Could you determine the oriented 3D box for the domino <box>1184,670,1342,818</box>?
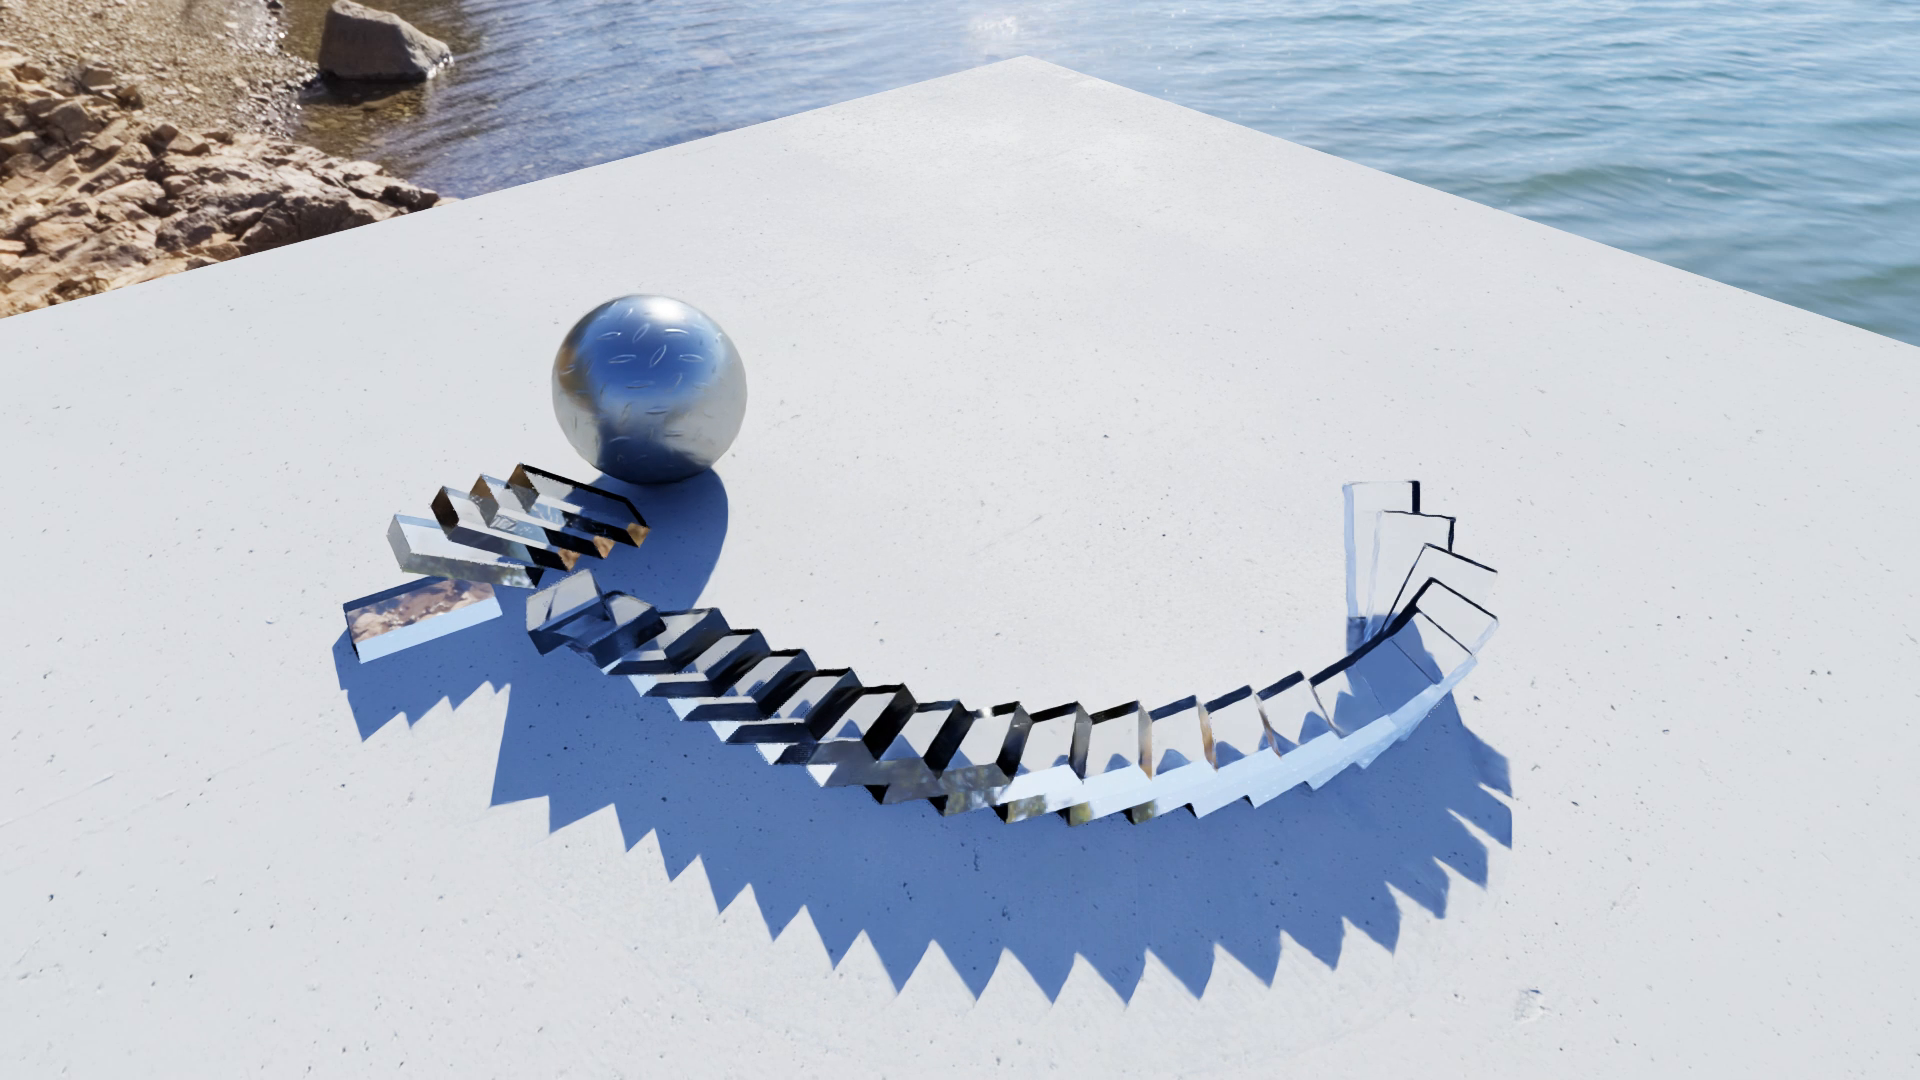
[{"bbox_3d":[0.090,0.064,0.344,0.050,0.010,0.025,-32,37,16],"label":"domino"}]

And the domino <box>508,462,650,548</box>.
[{"bbox_3d":[-0.150,-0.013,0.435,0.050,0.010,0.025,22,16,-48],"label":"domino"}]

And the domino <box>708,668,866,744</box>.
[{"bbox_3d":[-0.057,0.054,0.358,0.050,0.009,0.025,-10,26,43],"label":"domino"}]

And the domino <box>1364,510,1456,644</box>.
[{"bbox_3d":[0.163,0.016,0.398,0.025,0.050,0.009,7,-4,8],"label":"domino"}]

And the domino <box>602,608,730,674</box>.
[{"bbox_3d":[-0.104,0.035,0.381,0.050,0.010,0.025,-7,26,45],"label":"domino"}]

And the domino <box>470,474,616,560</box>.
[{"bbox_3d":[-0.162,-0.009,0.430,0.050,0.009,0.025,22,16,-48],"label":"domino"}]

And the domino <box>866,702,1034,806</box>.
[{"bbox_3d":[-0.004,0.067,0.342,0.050,0.010,0.025,-17,29,32],"label":"domino"}]

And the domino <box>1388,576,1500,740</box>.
[{"bbox_3d":[0.154,0.040,0.371,0.050,0.010,0.025,-52,51,4],"label":"domino"}]

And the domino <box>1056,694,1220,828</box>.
[{"bbox_3d":[0.053,0.068,0.340,0.050,0.009,0.025,-25,33,22],"label":"domino"}]

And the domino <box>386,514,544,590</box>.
[{"bbox_3d":[-0.187,0.005,0.416,0.050,0.010,0.025,13,23,-46],"label":"domino"}]

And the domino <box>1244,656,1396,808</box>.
[{"bbox_3d":[0.108,0.061,0.348,0.050,0.009,0.025,-34,38,14],"label":"domino"}]

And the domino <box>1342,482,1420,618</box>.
[{"bbox_3d":[0.158,0.004,0.411,0.025,0.050,0.009,-2,0,-2],"label":"domino"}]

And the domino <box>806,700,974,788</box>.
[{"bbox_3d":[-0.022,0.064,0.345,0.050,0.010,0.025,-13,28,39],"label":"domino"}]

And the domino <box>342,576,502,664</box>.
[{"bbox_3d":[-0.201,0.026,0.412,0.050,0.010,0.025,-21,44,-23],"label":"domino"}]

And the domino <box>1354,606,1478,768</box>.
[{"bbox_3d":[0.141,0.048,0.361,0.050,0.010,0.025,-45,46,7],"label":"domino"}]

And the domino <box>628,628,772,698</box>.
[{"bbox_3d":[-0.089,0.042,0.373,0.050,0.010,0.025,-7,26,45],"label":"domino"}]

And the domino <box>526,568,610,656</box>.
[{"bbox_3d":[-0.141,0.025,0.393,0.025,0.010,0.050,-29,19,-15],"label":"domino"}]

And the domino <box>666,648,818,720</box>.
[{"bbox_3d":[-0.073,0.048,0.365,0.050,0.009,0.025,-9,26,44],"label":"domino"}]

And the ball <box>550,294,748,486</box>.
[{"bbox_3d":[-0.130,-0.063,0.465,0.080,0.080,0.080,0,39,0],"label":"ball"}]

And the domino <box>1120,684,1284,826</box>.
[{"bbox_3d":[0.072,0.067,0.341,0.050,0.010,0.025,-28,35,19],"label":"domino"}]

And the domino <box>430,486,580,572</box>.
[{"bbox_3d":[-0.174,-0.004,0.424,0.050,0.010,0.025,22,16,-48],"label":"domino"}]

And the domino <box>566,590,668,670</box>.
[{"bbox_3d":[-0.124,0.030,0.386,0.025,0.009,0.050,-33,21,-26],"label":"domino"}]

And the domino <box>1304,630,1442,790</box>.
[{"bbox_3d":[0.125,0.055,0.354,0.050,0.009,0.025,-41,43,9],"label":"domino"}]

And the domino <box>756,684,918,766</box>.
[{"bbox_3d":[-0.040,0.059,0.351,0.050,0.009,0.025,-11,27,41],"label":"domino"}]

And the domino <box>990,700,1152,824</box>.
[{"bbox_3d":[0.034,0.069,0.339,0.050,0.010,0.025,-23,32,25],"label":"domino"}]

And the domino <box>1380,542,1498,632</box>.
[{"bbox_3d":[0.163,0.029,0.383,0.025,0.010,0.050,27,89,28],"label":"domino"}]

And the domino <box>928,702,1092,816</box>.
[{"bbox_3d":[0.015,0.068,0.341,0.050,0.010,0.025,-20,31,28],"label":"domino"}]
